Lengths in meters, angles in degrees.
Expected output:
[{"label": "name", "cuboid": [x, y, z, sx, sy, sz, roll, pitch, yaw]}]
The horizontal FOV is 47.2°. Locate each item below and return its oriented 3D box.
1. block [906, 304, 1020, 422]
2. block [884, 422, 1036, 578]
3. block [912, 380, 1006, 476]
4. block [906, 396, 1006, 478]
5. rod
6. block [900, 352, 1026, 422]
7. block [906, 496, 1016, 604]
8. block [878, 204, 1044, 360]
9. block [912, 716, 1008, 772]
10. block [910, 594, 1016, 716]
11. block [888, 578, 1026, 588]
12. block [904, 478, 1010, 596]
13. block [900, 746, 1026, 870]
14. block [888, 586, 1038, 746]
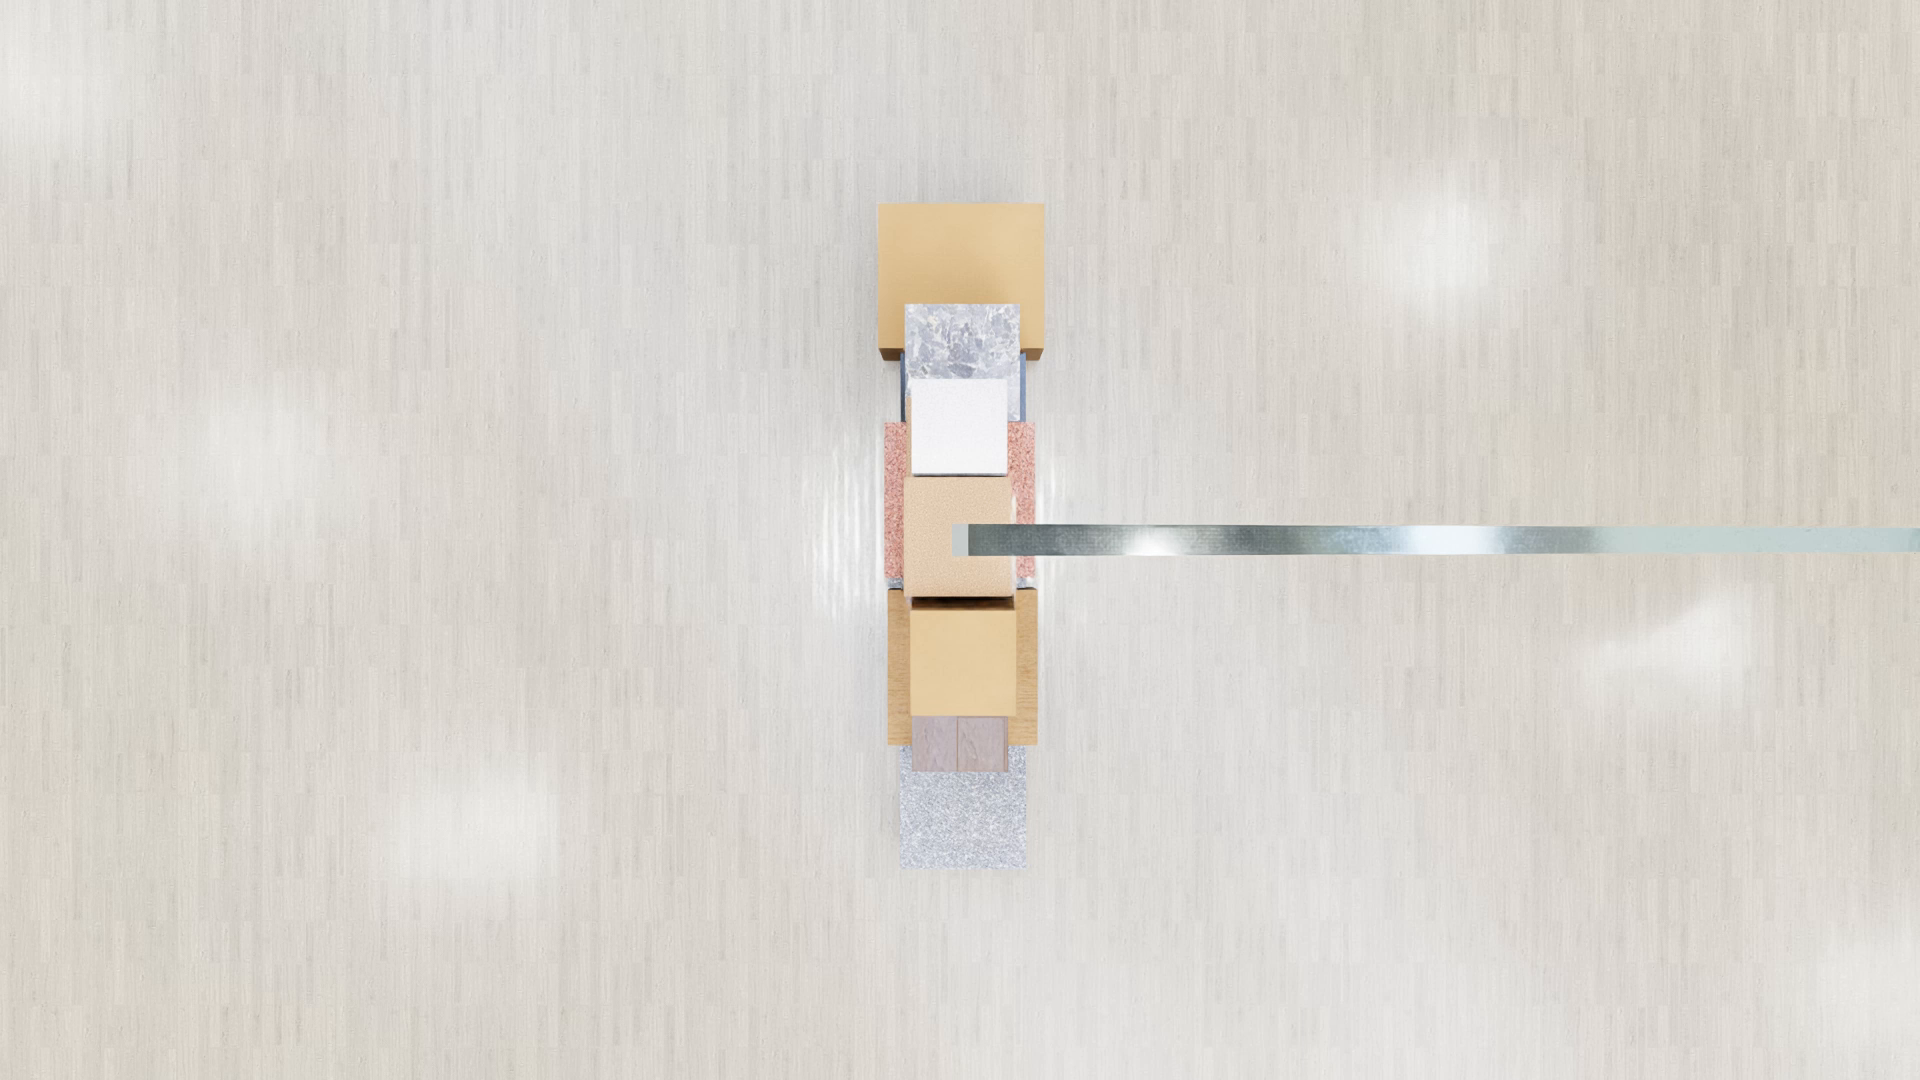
[{"label": "block", "cuboid": [0.013, -0.926, 11.803, 0.599, 0.639, 0.620, 0, 91, 0]}, {"label": "block", "cuboid": [-0.001, -0.208, 11.853, 0.782, 0.863, 0.807, 0, 90, 0]}, {"label": "block", "cuboid": [-0.003, -0.543, 10.712, 0.454, 0.414, 0.451, 0, 90, 0]}, {"label": "block", "cuboid": [-0.019, -0.470, 11.170, 0.493, 0.502, 0.482, 0, 90, 0]}, {"label": "rod", "cuboid": [2.234, 0.000, 6.743, 5.200, 0.080, 0.080, 0, 90, -31]}, {"label": "block", "cuboid": [0.018, -0.759, 12.645, 0.701, 0.709, 0.580, 0, 90, 0]}, {"label": "block", "cuboid": [0.005, 0.047, 11.175, 0.552, 0.492, 0.533, 0, 90, 0]}, {"label": "block", "cuboid": [0.008, -1.457, 12.560, 0.917, 0.879, 0.797, 0, 90, 0]}, {"label": "block", "cuboid": [0.001, 0.962, 12.021, 0.516, 0.487, 0.558, 0, 90, 0]}, {"label": "block", "cuboid": [0.016, 0.549, 10.667, 0.499, 0.575, 0.501, 0, 97, 0]}, {"label": "block", "cuboid": [-0.019, -0.096, 12.642, 0.772, 0.716, 0.726, 0, 90, 0]}, {"label": "block", "cuboid": [-0.013, -0.019, 10.680, 0.509, 0.487, 0.566, 0, 91, 0]}, {"label": "block", "cuboid": [0.017, 1.505, 12.698, 0.713, 0.604, 0.700, 0, 90, 0]}, {"label": "block", "cuboid": [0.014, 0.711, 12.632, 0.837, 0.736, 0.868, 0, 90, 0]}]
